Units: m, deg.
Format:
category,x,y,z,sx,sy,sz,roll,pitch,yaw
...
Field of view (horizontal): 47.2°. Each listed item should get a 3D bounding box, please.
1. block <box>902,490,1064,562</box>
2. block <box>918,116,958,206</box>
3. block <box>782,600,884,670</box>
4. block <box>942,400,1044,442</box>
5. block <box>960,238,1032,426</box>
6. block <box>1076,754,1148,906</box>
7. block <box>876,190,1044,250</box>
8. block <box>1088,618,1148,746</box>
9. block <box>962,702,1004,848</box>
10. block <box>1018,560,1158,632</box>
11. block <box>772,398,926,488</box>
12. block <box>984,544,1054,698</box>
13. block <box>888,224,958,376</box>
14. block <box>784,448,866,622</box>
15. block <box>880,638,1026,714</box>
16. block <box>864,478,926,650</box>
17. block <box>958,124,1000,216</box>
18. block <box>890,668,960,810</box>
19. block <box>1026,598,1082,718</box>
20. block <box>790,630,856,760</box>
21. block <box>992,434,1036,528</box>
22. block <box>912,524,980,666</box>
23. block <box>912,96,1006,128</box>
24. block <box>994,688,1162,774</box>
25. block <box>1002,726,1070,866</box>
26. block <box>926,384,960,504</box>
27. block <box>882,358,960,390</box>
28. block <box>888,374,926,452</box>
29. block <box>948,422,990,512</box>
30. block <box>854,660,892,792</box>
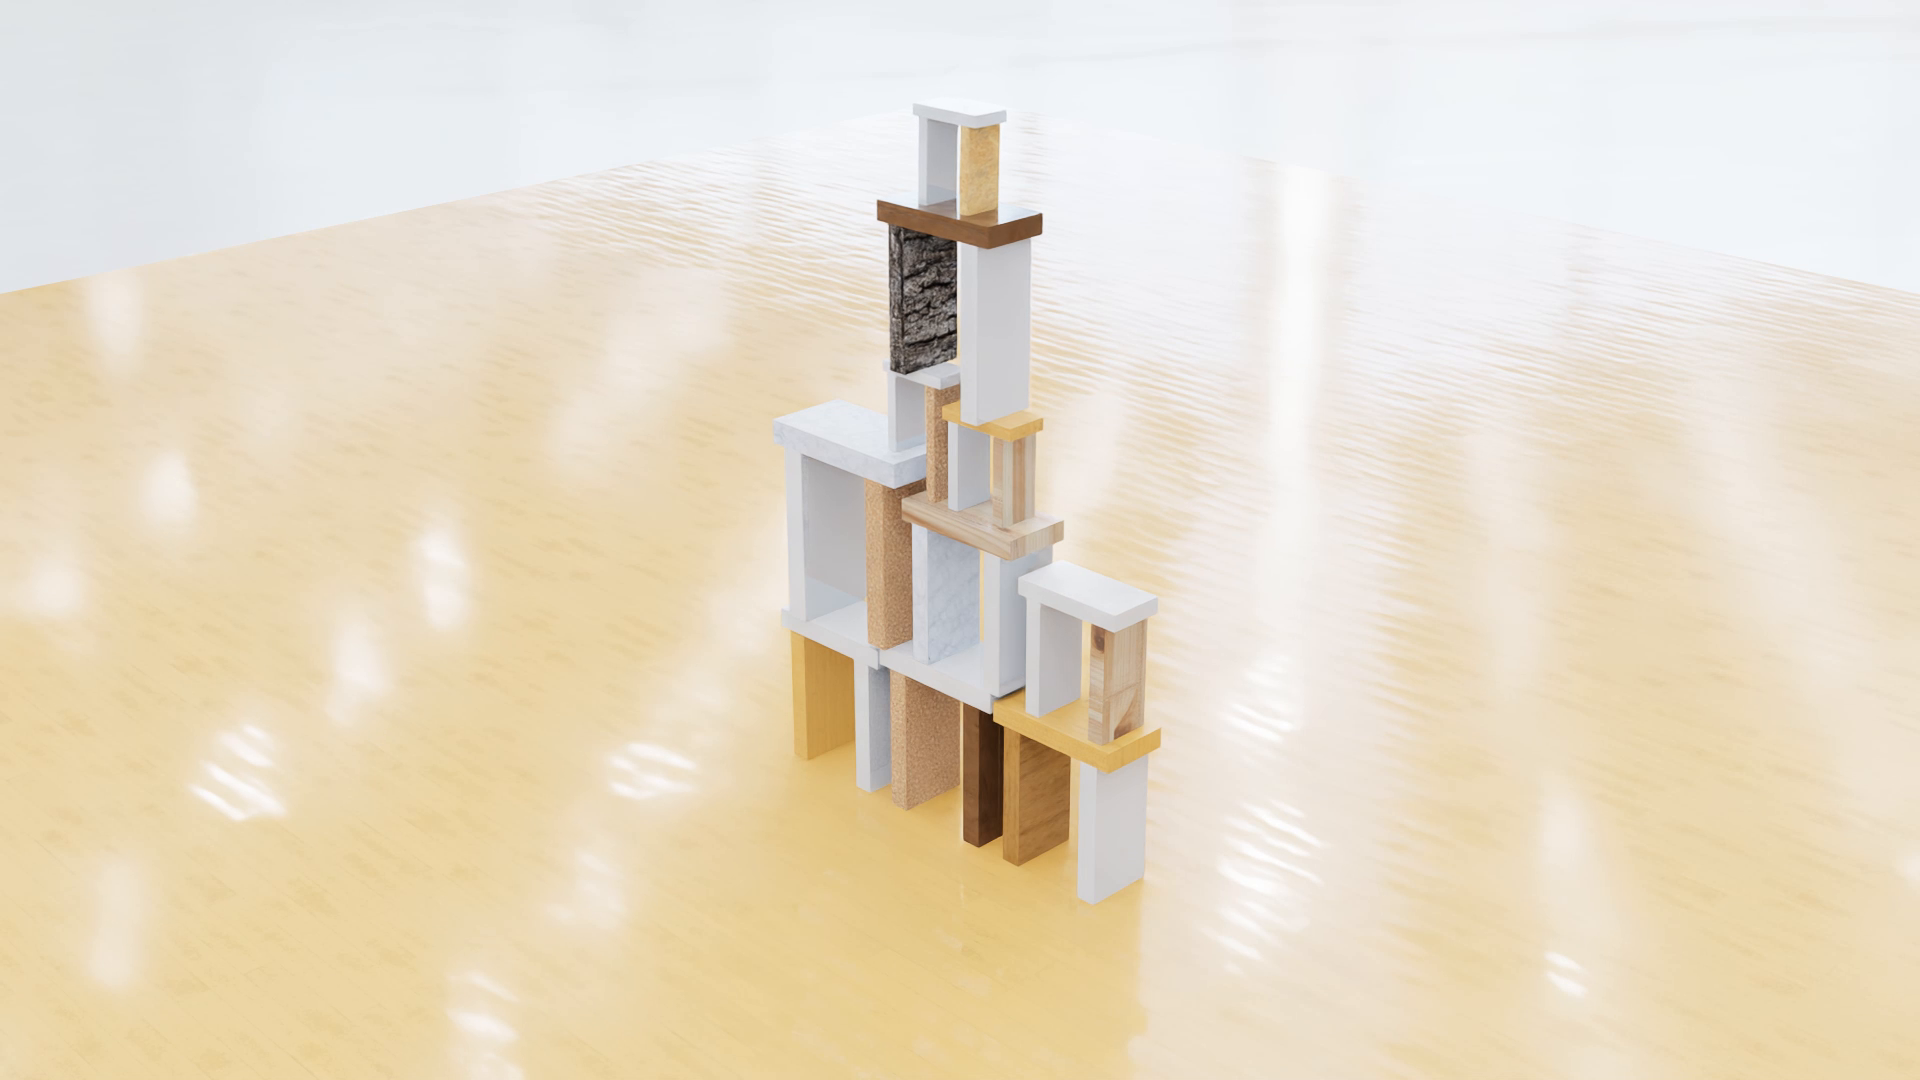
category,x,y,z,sx,sy,sz,roll,pitch,yaw
block,0.042,-0.039,4.163,0.144,0.041,0.289,-21,31,-41
block,-0.040,-0.690,3.969,0.022,0.158,0.079,21,30,40
block,-0.217,0.180,4.534,0.292,0.041,0.146,21,31,41
block,0.060,-0.225,4.069,0.175,0.025,0.088,21,31,40
block,0.065,-0.386,3.987,0.040,0.335,0.141,21,31,40
block,0.288,0.527,4.143,0.041,0.292,0.146,21,31,41
block,-0.002,-0.585,3.975,0.283,0.040,0.141,21,31,40
block,0.289,0.247,4.021,0.034,0.237,0.118,21,31,41
block,0.075,0.438,4.335,0.043,0.307,0.153,21,31,41
block,0.233,0.101,4.019,0.237,0.034,0.118,21,31,41
block,-0.187,-0.194,4.351,0.177,0.050,0.354,-21,31,-40
block,0.110,0.139,4.166,0.041,0.289,0.144,21,31,41
block,-0.068,-0.462,4.100,0.040,0.283,0.141,21,30,40
block,-0.271,-0.033,4.509,0.177,0.370,0.050,-21,31,-40
block,0.003,0.249,4.334,0.307,0.043,0.153,21,31,41
block,-0.104,0.025,4.353,0.177,0.354,0.050,-21,31,-41
block,0.035,-0.661,3.901,0.022,0.158,0.079,21,30,40
block,-0.069,0.382,4.468,0.043,0.307,0.153,21,31,41
block,0.177,0.203,4.123,0.034,0.237,0.118,21,31,41
block,-0.286,0.307,4.663,0.041,0.293,0.146,21,31,41
block,0.101,-0.117,4.070,0.088,0.175,0.025,-21,31,-40
block,-0.026,0.086,4.291,0.041,0.289,0.144,21,31,41
block,-0.001,-0.759,3.901,0.079,0.022,0.157,-21,30,-41
block,0.219,0.347,4.142,0.292,0.041,0.146,21,31,41
block,0.150,0.474,4.270,0.041,0.292,0.146,21,31,41
block,-0.028,-0.190,4.172,0.078,0.231,0.022,-21,31,-41
block,-0.064,-0.321,4.158,0.157,0.022,0.078,21,31,40
block,-0.102,-0.253,4.226,0.078,0.157,0.022,-21,31,-40
block,0.018,-0.149,4.146,0.025,0.175,0.088,21,31,41
block,-0.148,0.361,4.536,0.041,0.292,0.146,21,31,41
